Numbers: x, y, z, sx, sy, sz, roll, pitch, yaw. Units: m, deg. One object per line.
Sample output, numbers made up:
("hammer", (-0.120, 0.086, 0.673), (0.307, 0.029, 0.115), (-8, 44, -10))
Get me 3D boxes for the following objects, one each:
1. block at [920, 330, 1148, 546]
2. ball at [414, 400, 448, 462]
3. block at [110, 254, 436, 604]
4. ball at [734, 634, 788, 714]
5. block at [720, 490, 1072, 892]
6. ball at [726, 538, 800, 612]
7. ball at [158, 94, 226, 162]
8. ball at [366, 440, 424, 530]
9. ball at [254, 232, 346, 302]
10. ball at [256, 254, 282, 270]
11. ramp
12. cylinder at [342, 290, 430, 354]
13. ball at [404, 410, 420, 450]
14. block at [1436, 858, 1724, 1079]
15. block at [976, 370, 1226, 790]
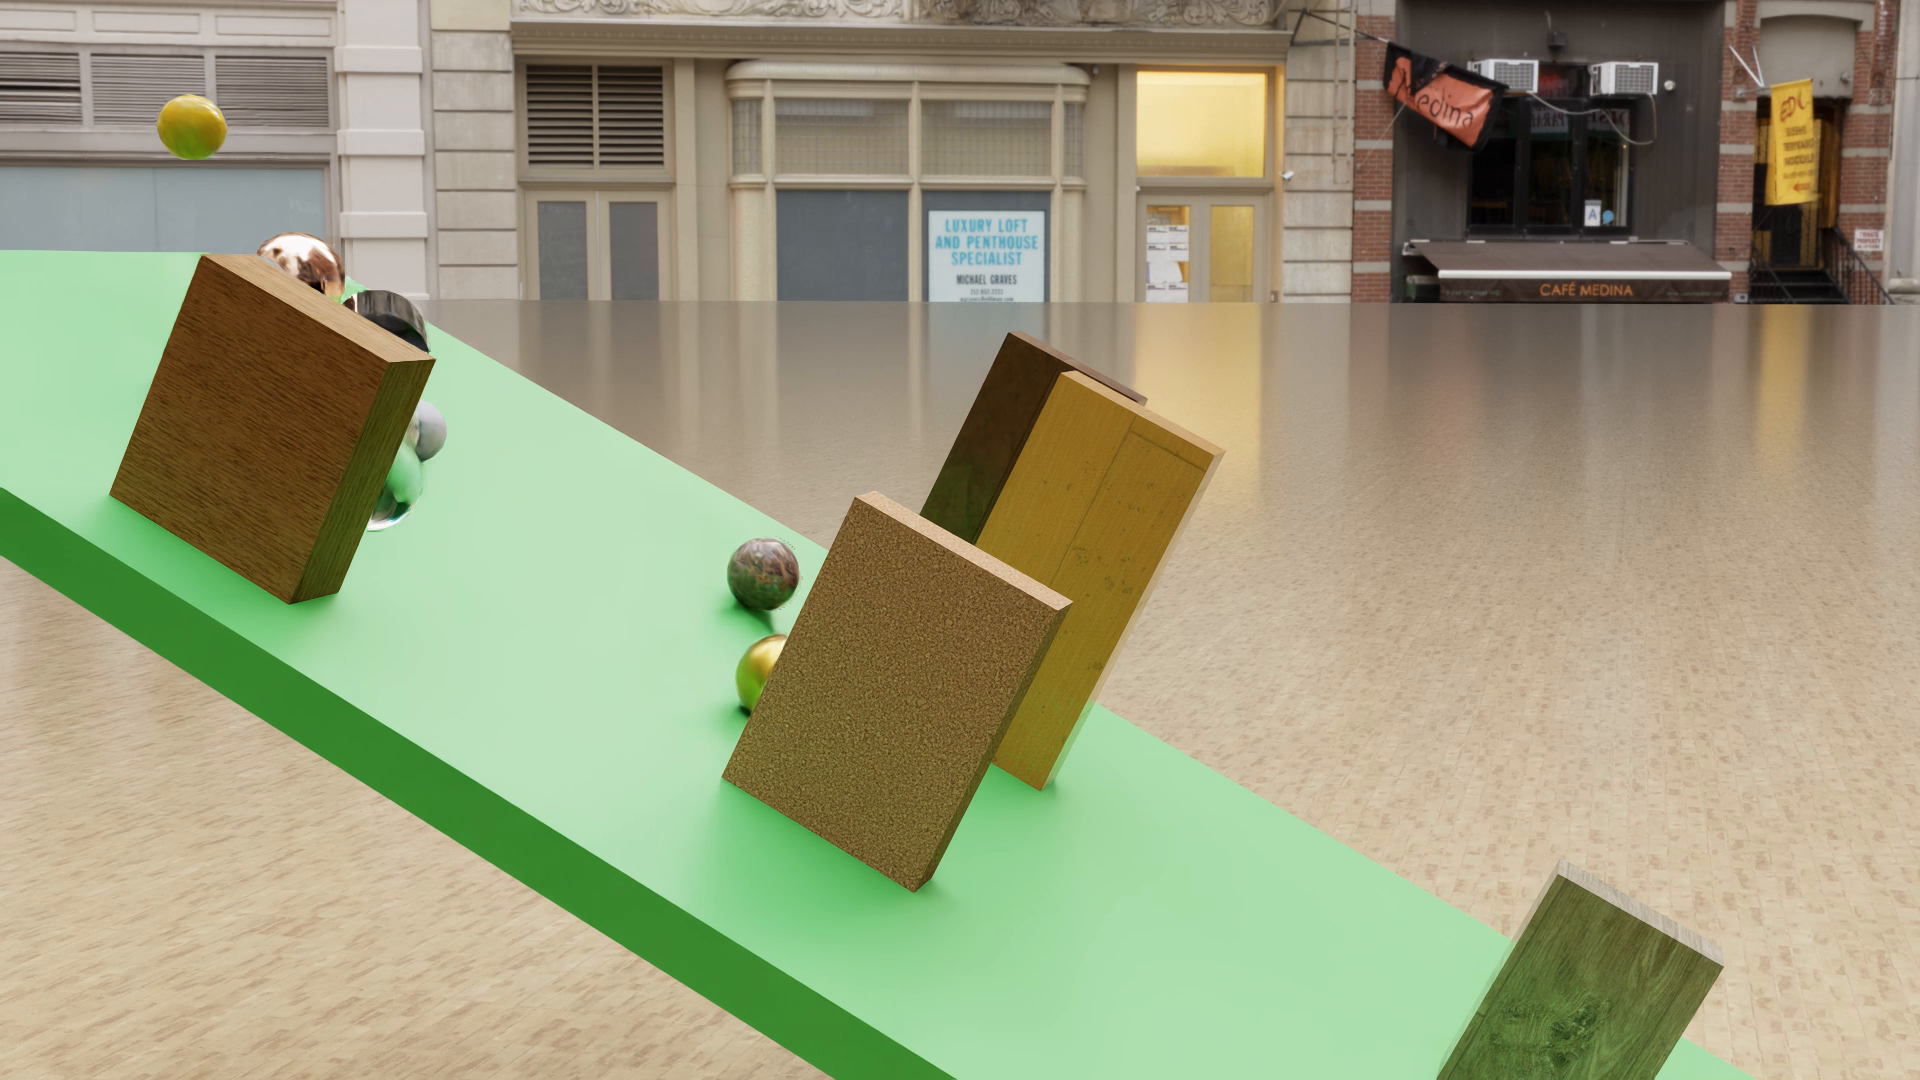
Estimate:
("block", (0.101, -0.064, 4.769), (0.316, 0.707, 0.102), (29, 14, 12))
("ball", (-1.091, -0.218, 4.394), (0.129, 0.129, 0.129), (0, 7, 0))
("block", (-1.118, -0.183, 3.571), (0.372, 0.436, 0.142), (29, 14, 12))
("ball", (-0.326, 0.252, 3.984), (0.163, 0.163, 0.163), (0, 7, 0))
("block", (-0.108, 0.248, 3.613), (0.379, 0.535, 0.099), (29, 14, 12))
("ball", (-0.405, 0.070, 4.532), (0.152, 0.152, 0.152), (0, 7, 0))
("ball", (-1.636, -0.878, 4.686), (0.140, 0.140, 0.140), (0, 7, 0))
("ball", (-1.055, -0.107, 3.949), (0.178, 0.178, 0.178), (0, 7, 0))
("ball", (-1.466, -0.577, 4.863), (0.208, 0.208, 0.208), (0, 7, 0))
("ball", (-1.473, -0.489, 4.539), (0.203, 0.203, 0.203), (0, 7, 0))
("ramp", (-0.238, 0.399, 4.156), (4.000, 0.100, 2.000), (29, 14, 12))
("cylinder", (-1.230, -0.406, 4.656), (0.204, 0.204, 0.204), (-2, 21, -15))
("ball", (-1.127, -0.215, 4.235), (0.167, 0.167, 0.167), (0, 7, 0))
("block", (1.080, 0.829, 3.842), (0.308, 0.435, 0.111), (29, 14, 12))
("block", (0.193, 0.080, 4.319), (0.336, 0.749, 0.121), (29, 14, 12))
